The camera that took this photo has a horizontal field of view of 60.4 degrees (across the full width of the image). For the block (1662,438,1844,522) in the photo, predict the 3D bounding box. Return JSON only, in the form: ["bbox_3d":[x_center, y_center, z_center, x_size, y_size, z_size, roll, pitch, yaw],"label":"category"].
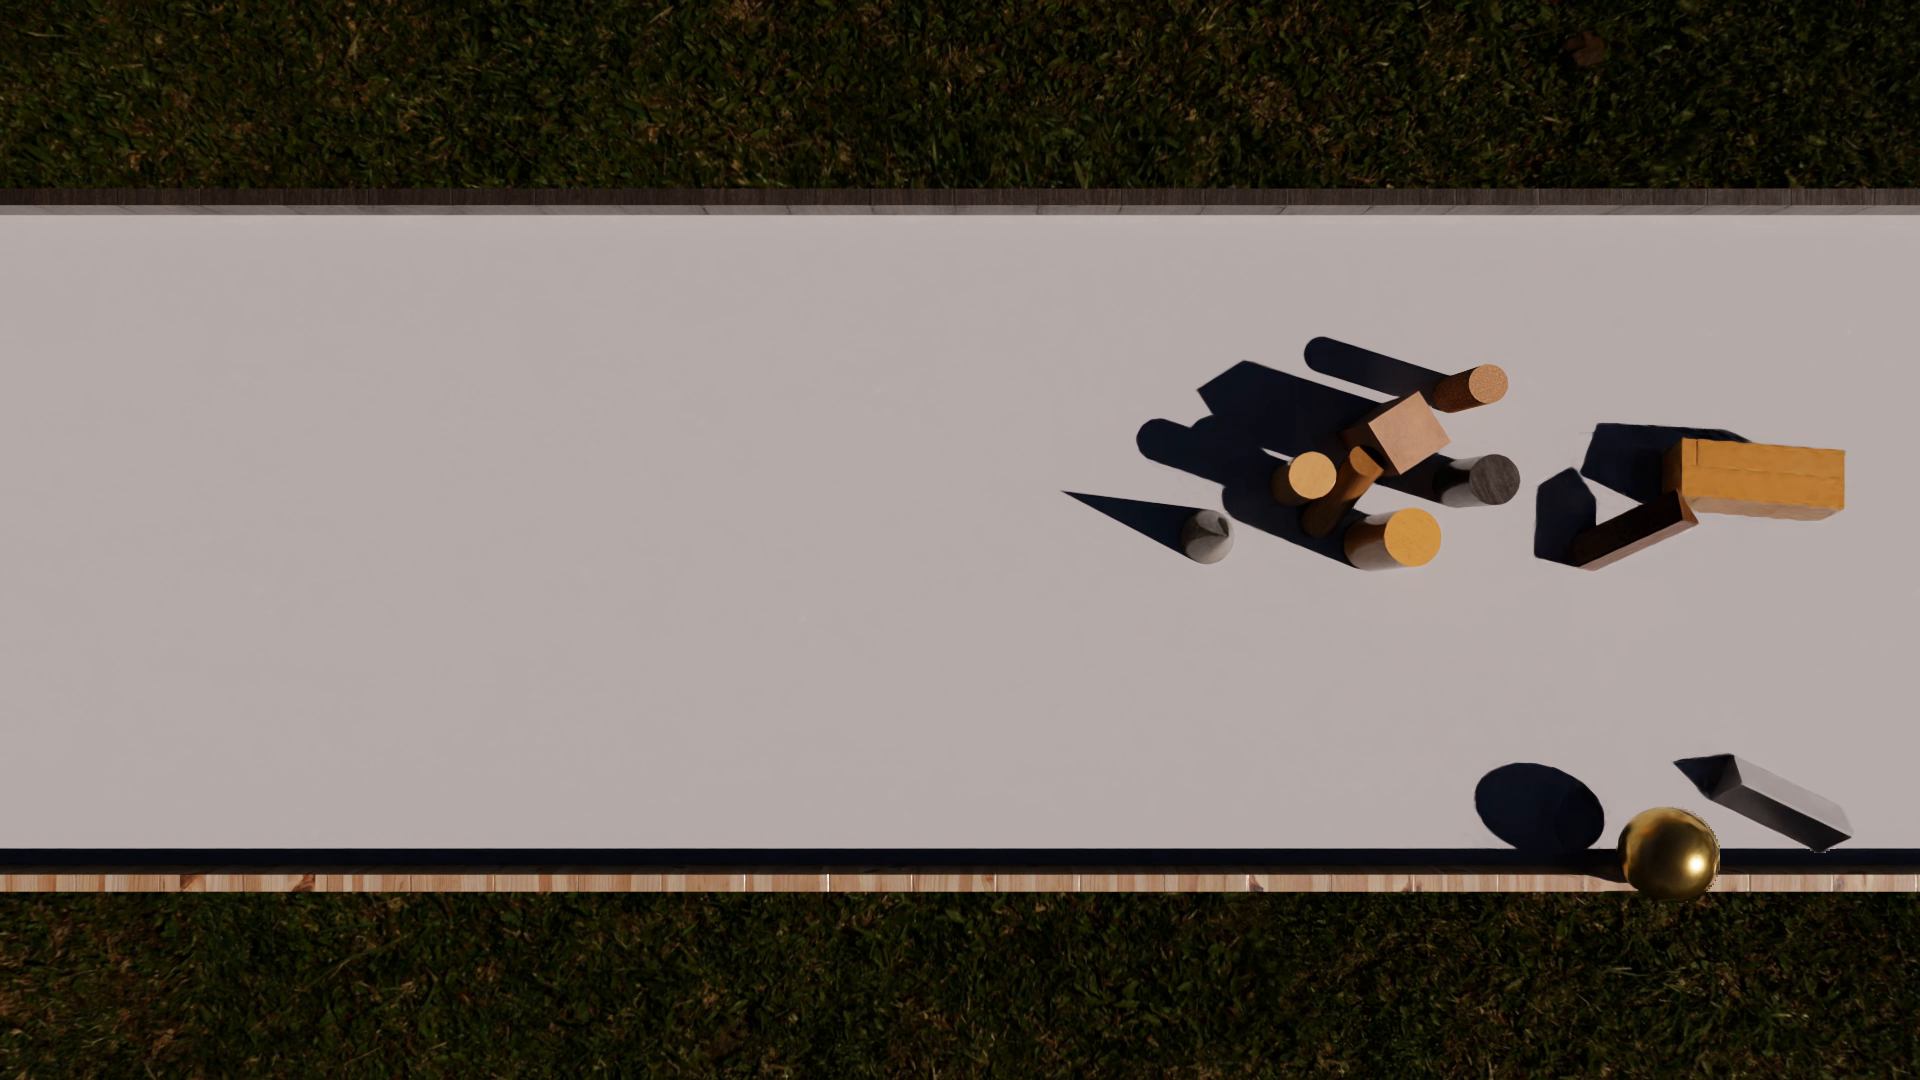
[{"bbox_3d":[2.374,-0.179,4.948,0.458,0.177,0.177,5,79,6],"label":"block"}]

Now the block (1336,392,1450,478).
[{"bbox_3d":[1.275,-0.303,4.879,0.173,0.392,0.173,-32,90,-1],"label":"block"}]

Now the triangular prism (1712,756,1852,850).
[{"bbox_3d":[2.509,0.808,5.007,0.370,0.131,0.151,26,90,0],"label":"triangular prism"}]

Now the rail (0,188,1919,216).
[{"bbox_3d":[-2.247,-1.025,5.002,12.000,0.150,0.050,0,90,0],"label":"rail"}]

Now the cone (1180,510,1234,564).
[{"bbox_3d":[0.760,-0.010,4.867,0.169,0.418,0.169,0,90,0],"label":"cone"}]

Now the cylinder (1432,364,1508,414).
[{"bbox_3d":[1.510,-0.446,4.894,0.113,0.364,0.113,0,90,0],"label":"cylinder"}]

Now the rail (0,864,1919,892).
[{"bbox_3d":[-2.247,1.025,5.001,12.000,0.150,0.050,0,90,0],"label":"rail"}]

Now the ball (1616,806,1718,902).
[{"bbox_3d":[2.066,0.917,4.818,0.273,0.273,0.273,0,90,0],"label":"ball"}]

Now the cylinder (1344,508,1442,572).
[{"bbox_3d":[1.276,0.002,4.889,0.169,0.358,0.169,0,87,-6],"label":"cylinder"}]

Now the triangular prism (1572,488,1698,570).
[{"bbox_3d":[2.007,-0.010,4.927,0.341,0.107,0.124,-32,93,37],"label":"triangular prism"}]

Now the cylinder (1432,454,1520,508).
[{"bbox_3d":[1.527,-0.172,4.893,0.146,0.367,0.146,0,90,0],"label":"cylinder"}]

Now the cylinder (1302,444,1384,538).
[{"bbox_3d":[1.131,-0.141,4.886,0.106,0.378,0.106,5,62,-9],"label":"cylinder"}]

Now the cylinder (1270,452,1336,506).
[{"bbox_3d":[1.014,-0.177,4.891,0.134,0.364,0.134,0,87,2],"label":"cylinder"}]
